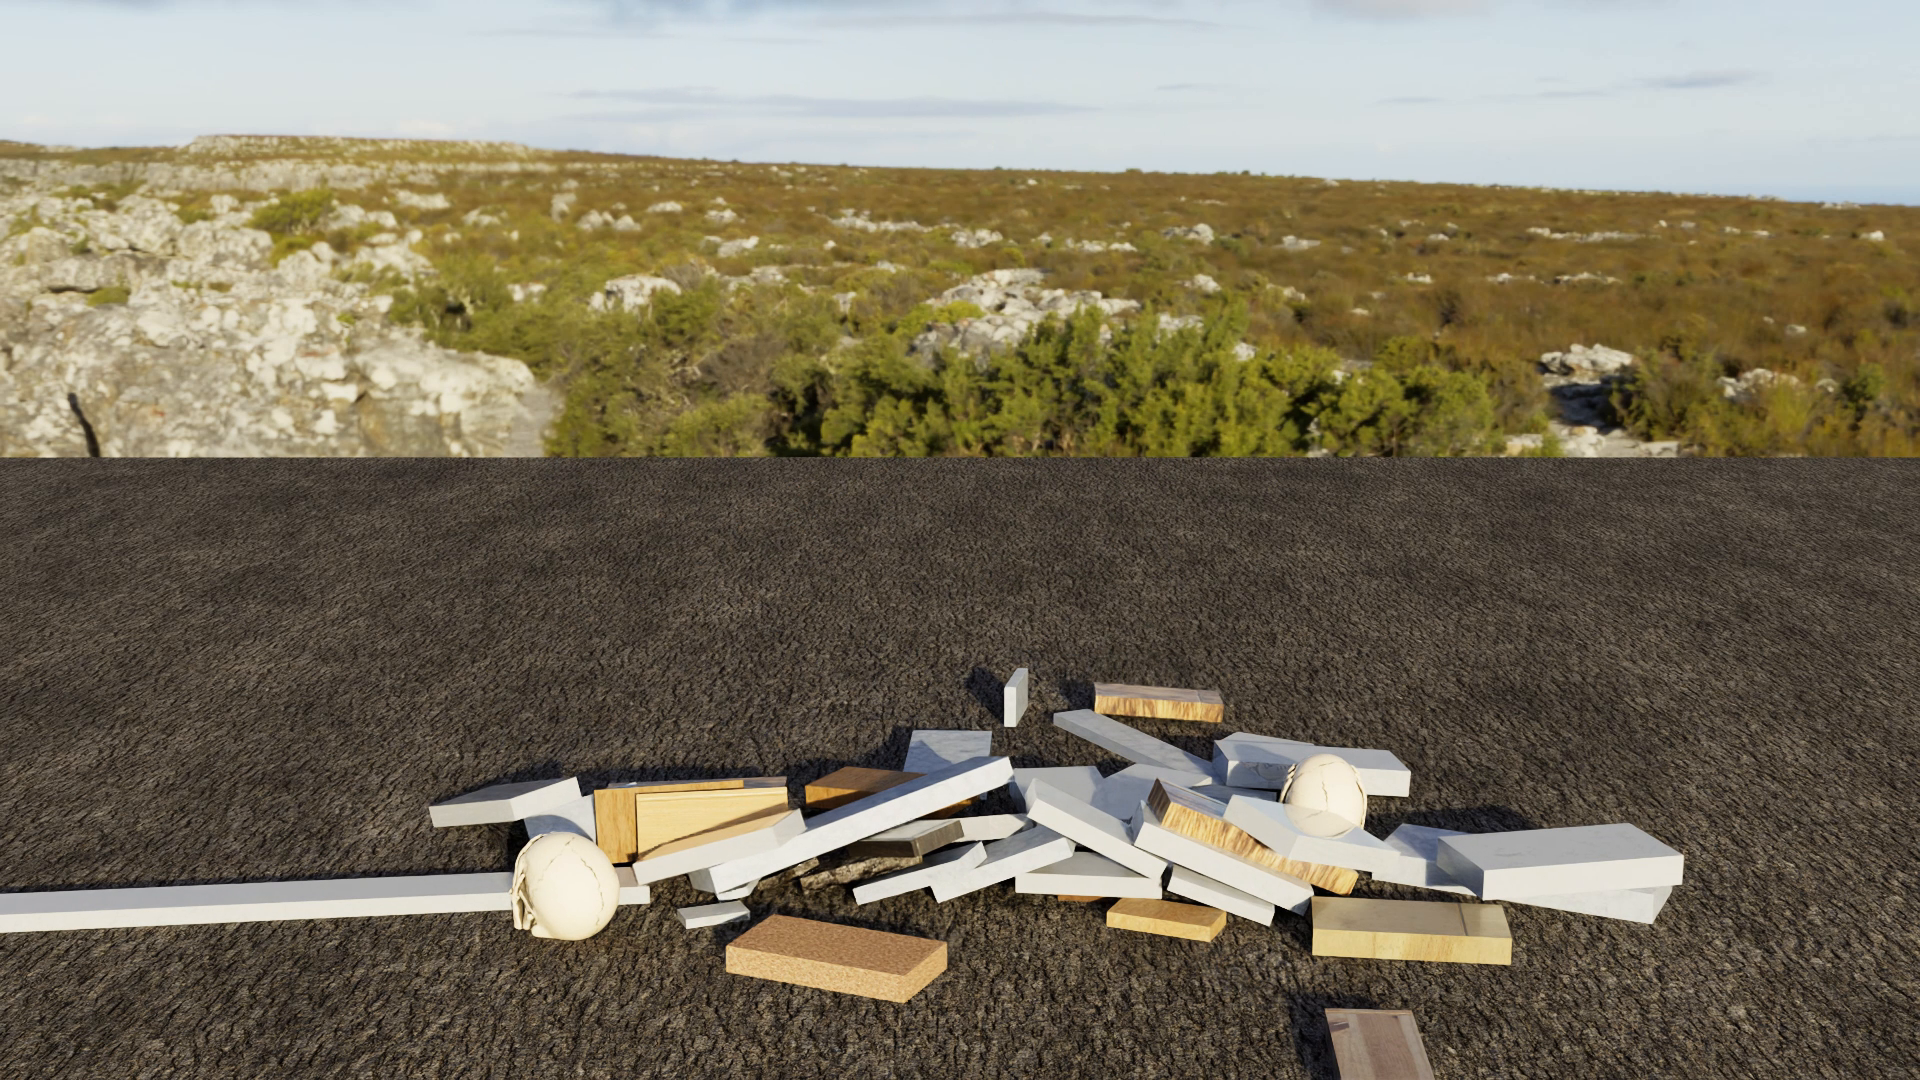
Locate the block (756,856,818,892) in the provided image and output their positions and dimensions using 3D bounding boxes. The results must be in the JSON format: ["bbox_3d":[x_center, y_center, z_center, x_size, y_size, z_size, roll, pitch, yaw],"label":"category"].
[{"bbox_3d":[-0.287,0.556,3.662,0.106,0.015,0.053,-28,-4,43],"label":"block"}]

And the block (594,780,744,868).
[{"bbox_3d":[-0.503,0.494,3.829,0.258,0.129,0.037,-3,-19,-13],"label":"block"}]

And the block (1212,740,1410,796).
[{"bbox_3d":[0.675,0.440,4.248,0.348,0.049,0.174,4,7,-3],"label":"block"}]

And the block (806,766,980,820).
[{"bbox_3d":[-0.123,0.459,3.996,0.283,0.040,0.141,2,10,29],"label":"block"}]

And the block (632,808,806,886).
[{"bbox_3d":[-0.397,0.507,3.639,0.258,0.037,0.129,-17,2,17],"label":"block"}]

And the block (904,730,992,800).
[{"bbox_3d":[-0.022,0.442,4.343,0.162,0.046,0.323,0,11,2],"label":"block"}]

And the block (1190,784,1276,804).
[{"bbox_3d":[0.488,0.479,4.030,0.122,0.034,0.243,5,-1,24],"label":"block"}]

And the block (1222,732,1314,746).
[{"bbox_3d":[0.625,0.425,4.489,0.173,0.024,0.086,7,12,32],"label":"block"}]

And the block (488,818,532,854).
[{"bbox_3d":[-0.732,0.522,3.957,0.205,0.029,0.103,-6,12,-29],"label":"block"}]

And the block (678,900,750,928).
[{"bbox_3d":[-0.398,0.604,3.550,0.106,0.015,0.053,-4,11,-22],"label":"block"}]

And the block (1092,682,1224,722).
[{"bbox_3d":[0.428,0.352,4.775,0.274,0.039,0.137,4,8,1],"label":"block"}]

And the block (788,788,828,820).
[{"bbox_3d":[-0.239,0.496,4.066,0.283,0.040,0.141,-2,11,-9],"label":"block"}]

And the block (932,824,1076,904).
[{"bbox_3d":[0.075,0.527,3.638,0.239,0.034,0.119,-21,7,11],"label":"block"}]

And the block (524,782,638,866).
[{"bbox_3d":[-0.654,0.498,3.861,0.205,0.029,0.103,-15,41,-15],"label":"block"}]

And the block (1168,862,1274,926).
[{"bbox_3d":[0.422,0.571,3.557,0.172,0.024,0.086,19,11,5],"label":"block"}]

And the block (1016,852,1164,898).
[{"bbox_3d":[0.217,0.553,3.642,0.239,0.034,0.119,1,11,8],"label":"block"}]

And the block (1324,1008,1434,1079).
[{"bbox_3d":[0.566,0.700,2.981,0.122,0.034,0.243,1,11,4],"label":"block"}]

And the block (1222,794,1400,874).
[{"bbox_3d":[0.585,0.489,3.644,0.296,0.042,0.148,16,10,-44],"label":"block"}]

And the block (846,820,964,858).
[{"bbox_3d":[-0.092,0.494,3.637,0.101,0.029,0.203,-18,4,-35],"label":"block"}]

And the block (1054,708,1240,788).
[{"bbox_3d":[0.380,0.428,4.472,0.086,0.024,0.602,-6,12,-27],"label":"block"}]

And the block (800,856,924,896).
[{"bbox_3d":[-0.163,0.542,3.665,0.203,0.029,0.101,-15,2,-2],"label":"block"}]

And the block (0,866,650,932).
[{"bbox_3d":[-1.237,0.592,3.576,1.452,0.029,0.103,-1,11,-7],"label":"block"}]

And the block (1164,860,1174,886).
[{"bbox_3d":[0.395,0.538,3.854,0.121,0.034,0.319,6,12,29],"label":"block"}]

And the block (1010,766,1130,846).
[{"bbox_3d":[0.191,0.473,3.921,0.162,0.046,0.323,-1,11,-7],"label":"block"}]

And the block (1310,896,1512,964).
[{"bbox_3d":[0.702,0.610,3.444,0.299,0.042,0.149,1,11,8],"label":"block"}]

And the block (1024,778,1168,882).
[{"bbox_3d":[0.221,0.473,3.598,0.239,0.034,0.119,27,9,-5],"label":"block"}]

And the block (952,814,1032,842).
[{"bbox_3d":[-0.027,0.502,3.786,0.274,0.039,0.137,-10,-9,33],"label":"block"}]

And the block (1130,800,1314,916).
[{"bbox_3d":[0.427,0.520,3.607,0.296,0.042,0.148,23,7,-1],"label":"block"}]

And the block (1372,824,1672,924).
[{"bbox_3d":[0.946,0.558,3.705,0.463,0.049,0.174,5,12,27],"label":"block"}]

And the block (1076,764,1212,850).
[{"bbox_3d":[0.302,0.492,4.069,0.162,0.046,0.384,7,13,34],"label":"block"}]

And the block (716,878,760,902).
[{"bbox_3d":[-0.367,0.575,3.669,0.053,0.015,0.106,-16,8,11],"label":"block"}]

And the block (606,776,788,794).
[{"bbox_3d":[-0.481,0.475,3.984,0.328,0.040,0.141,-2,11,0],"label":"block"}]

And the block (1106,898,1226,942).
[{"bbox_3d":[0.331,0.605,3.521,0.172,0.024,0.086,5,11,24],"label":"block"}]

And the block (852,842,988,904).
[{"bbox_3d":[-0.066,0.548,3.618,0.203,0.029,0.101,-19,2,24],"label":"block"}]

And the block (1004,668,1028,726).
[{"bbox_3d":[0.123,0.341,4.775,0.024,0.086,0.173,2,11,10],"label":"block"}]

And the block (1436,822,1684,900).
[{"bbox_3d":[0.982,0.526,3.609,0.348,0.049,0.174,-2,11,-12],"label":"block"}]

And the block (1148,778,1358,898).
[{"bbox_3d":[0.483,0.492,3.647,0.337,0.042,0.148,22,7,-7],"label":"block"}]

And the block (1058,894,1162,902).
[{"bbox_3d":[0.252,0.578,3.668,0.172,0.024,0.086,1,11,6],"label":"block"}]

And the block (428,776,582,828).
[{"bbox_3d":[-0.819,0.471,3.950,0.137,0.039,0.301,-16,3,-41],"label":"block"}]

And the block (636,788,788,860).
[{"bbox_3d":[-0.426,0.500,3.796,0.258,0.129,0.037,-2,-19,-10],"label":"block"}]

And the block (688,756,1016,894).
[{"bbox_3d":[-0.183,0.479,3.732,0.557,0.042,0.149,-18,2,-23],"label":"block"}]

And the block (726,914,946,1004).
[{"bbox_3d":[-0.187,0.631,3.330,0.299,0.042,0.149,5,11,24],"label":"block"}]
